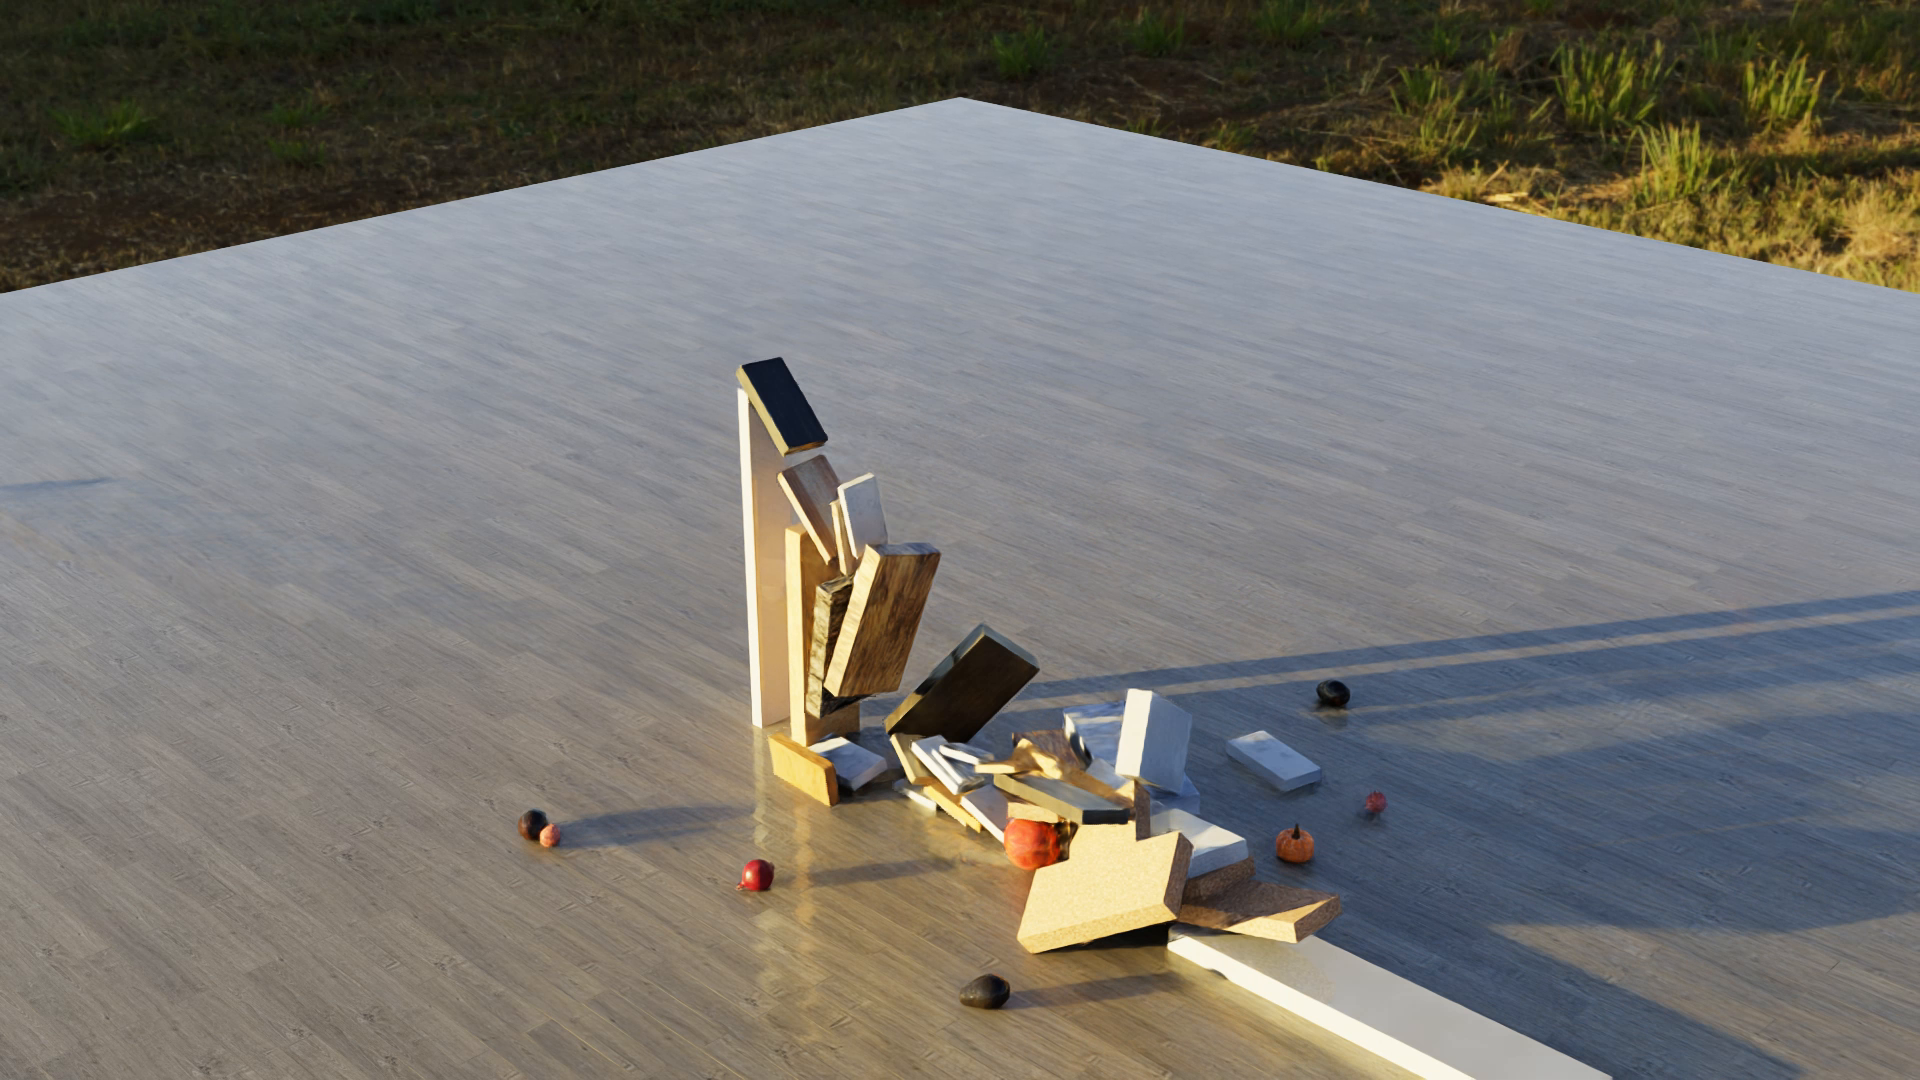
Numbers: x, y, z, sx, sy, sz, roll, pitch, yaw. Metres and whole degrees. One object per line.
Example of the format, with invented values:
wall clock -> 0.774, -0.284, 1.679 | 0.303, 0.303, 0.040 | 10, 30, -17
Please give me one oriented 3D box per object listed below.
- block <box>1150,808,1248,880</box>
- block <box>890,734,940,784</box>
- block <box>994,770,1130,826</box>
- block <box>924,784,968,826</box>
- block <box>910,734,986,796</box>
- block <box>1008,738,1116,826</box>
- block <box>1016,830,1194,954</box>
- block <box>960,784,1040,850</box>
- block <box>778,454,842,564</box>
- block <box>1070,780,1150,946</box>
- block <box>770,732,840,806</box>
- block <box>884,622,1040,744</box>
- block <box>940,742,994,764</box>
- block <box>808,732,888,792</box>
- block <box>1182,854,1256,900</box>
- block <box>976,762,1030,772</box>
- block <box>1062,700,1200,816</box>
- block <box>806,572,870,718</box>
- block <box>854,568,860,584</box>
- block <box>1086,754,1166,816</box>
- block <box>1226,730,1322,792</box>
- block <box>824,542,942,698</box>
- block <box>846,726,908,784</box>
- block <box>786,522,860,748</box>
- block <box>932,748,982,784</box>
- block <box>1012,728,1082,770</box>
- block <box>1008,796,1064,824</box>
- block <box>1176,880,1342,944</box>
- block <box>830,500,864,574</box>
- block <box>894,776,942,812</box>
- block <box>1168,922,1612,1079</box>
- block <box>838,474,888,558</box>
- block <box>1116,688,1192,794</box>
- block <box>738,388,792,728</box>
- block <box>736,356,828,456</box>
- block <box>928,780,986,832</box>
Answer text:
block -> 0.415, 0.568, 4.128 | 0.133, 0.038, 0.266 | -16, 12, -20
block -> -0.090, 0.448, 4.503 | 0.063, 0.018, 0.127 | 5, 38, -31
block -> 0.190, 0.494, 4.232 | 0.098, 0.028, 0.384 | 2, 4, -24
block -> -0.007, 0.528, 4.459 | 0.063, 0.018, 0.127 | -20, 42, -38
block -> -0.025, 0.457, 4.478 | 0.076, 0.021, 0.151 | -11, 41, -41
block -> 0.199, 0.503, 4.446 | 0.284, 0.109, 0.031 | 25, -10, 45
block -> 0.259, 0.633, 3.944 | 0.322, 0.046, 0.161 | -21, 33, 35
block -> 0.080, 0.549, 4.368 | 0.076, 0.021, 0.151 | -19, 47, -39
block -> -0.274, -0.064, 4.472 | 0.104, 0.208, 0.029 | -25, -13, -25
block -> 0.280, 0.600, 4.112 | 0.161, 0.046, 0.322 | -36, 22, 22
block -> -0.321, 0.471, 4.528 | 0.026, 0.092, 0.184 | -28, 34, -34
block -> 0.004, 0.323, 4.565 | 0.155, 0.310, 0.044 | 34, 22, -27
block -> 0.014, 0.430, 4.437 | 0.101, 0.014, 0.050 | 13, 15, 40
block -> -0.246, 0.463, 4.594 | 0.092, 0.026, 0.184 | -32, 32, -30
block -> 0.415, 0.609, 4.119 | 0.133, 0.038, 0.266 | -18, 13, -32
block -> 0.085, 0.452, 4.375 | 0.101, 0.014, 0.050 | -4, 2, 40
block -> 0.354, 0.460, 4.617 | 0.162, 0.046, 0.429 | -6, 24, -13
block -> -0.237, 0.210, 4.571 | 0.155, 0.310, 0.044 | -23, 43, -40
block -> -0.178, 0.119, 4.476 | 0.076, 0.153, 0.022 | -20, 39, -33
block -> 0.311, 0.525, 4.392 | 0.031, 0.109, 0.218 | 35, 0, -36
block -> 0.660, 0.464, 4.631 | 0.098, 0.028, 0.196 | -13, 26, -28
block -> -0.158, 0.162, 4.472 | 0.162, 0.324, 0.046 | -2, 29, -42
block -> -0.172, 0.454, 4.658 | 0.092, 0.026, 0.184 | -7, 24, -17
block -> -0.287, 0.200, 4.623 | 0.155, 0.520, 0.044 | -21, 31, -40
block -> -0.008, 0.455, 4.455 | 0.050, 0.014, 0.101 | -9, 39, -39
block -> 0.186, 0.466, 4.624 | 0.109, 0.031, 0.218 | -4, 23, -10
block -> 0.169, 0.516, 4.290 | 0.098, 0.028, 0.196 | 5, 4, 18
block -> 0.478, 0.659, 4.005 | 0.133, 0.038, 0.438 | -21, 15, -40
block -> -0.211, -0.014, 4.417 | 0.076, 0.153, 0.022 | -20, 27, -27
block -> -0.071, 0.518, 4.521 | 0.063, 0.018, 0.127 | -21, 29, -40
block -> 0.721, 0.810, 3.793 | 0.798, 0.046, 0.161 | 21, 31, 40
block -> -0.193, -0.049, 4.389 | 0.076, 0.153, 0.022 | -24, 29, -26
block -> 0.382, 0.398, 4.301 | 0.046, 0.162, 0.324 | 6, -10, 21
block -> -0.407, 0.036, 4.687 | 0.104, 0.772, 0.029 | -21, 31, -41
block -> -0.364, -0.274, 4.500 | 0.104, 0.029, 0.208 | -17, 69, -39
block -> 0.014, 0.528, 4.428 | 0.076, 0.021, 0.151 | -20, 40, -40
